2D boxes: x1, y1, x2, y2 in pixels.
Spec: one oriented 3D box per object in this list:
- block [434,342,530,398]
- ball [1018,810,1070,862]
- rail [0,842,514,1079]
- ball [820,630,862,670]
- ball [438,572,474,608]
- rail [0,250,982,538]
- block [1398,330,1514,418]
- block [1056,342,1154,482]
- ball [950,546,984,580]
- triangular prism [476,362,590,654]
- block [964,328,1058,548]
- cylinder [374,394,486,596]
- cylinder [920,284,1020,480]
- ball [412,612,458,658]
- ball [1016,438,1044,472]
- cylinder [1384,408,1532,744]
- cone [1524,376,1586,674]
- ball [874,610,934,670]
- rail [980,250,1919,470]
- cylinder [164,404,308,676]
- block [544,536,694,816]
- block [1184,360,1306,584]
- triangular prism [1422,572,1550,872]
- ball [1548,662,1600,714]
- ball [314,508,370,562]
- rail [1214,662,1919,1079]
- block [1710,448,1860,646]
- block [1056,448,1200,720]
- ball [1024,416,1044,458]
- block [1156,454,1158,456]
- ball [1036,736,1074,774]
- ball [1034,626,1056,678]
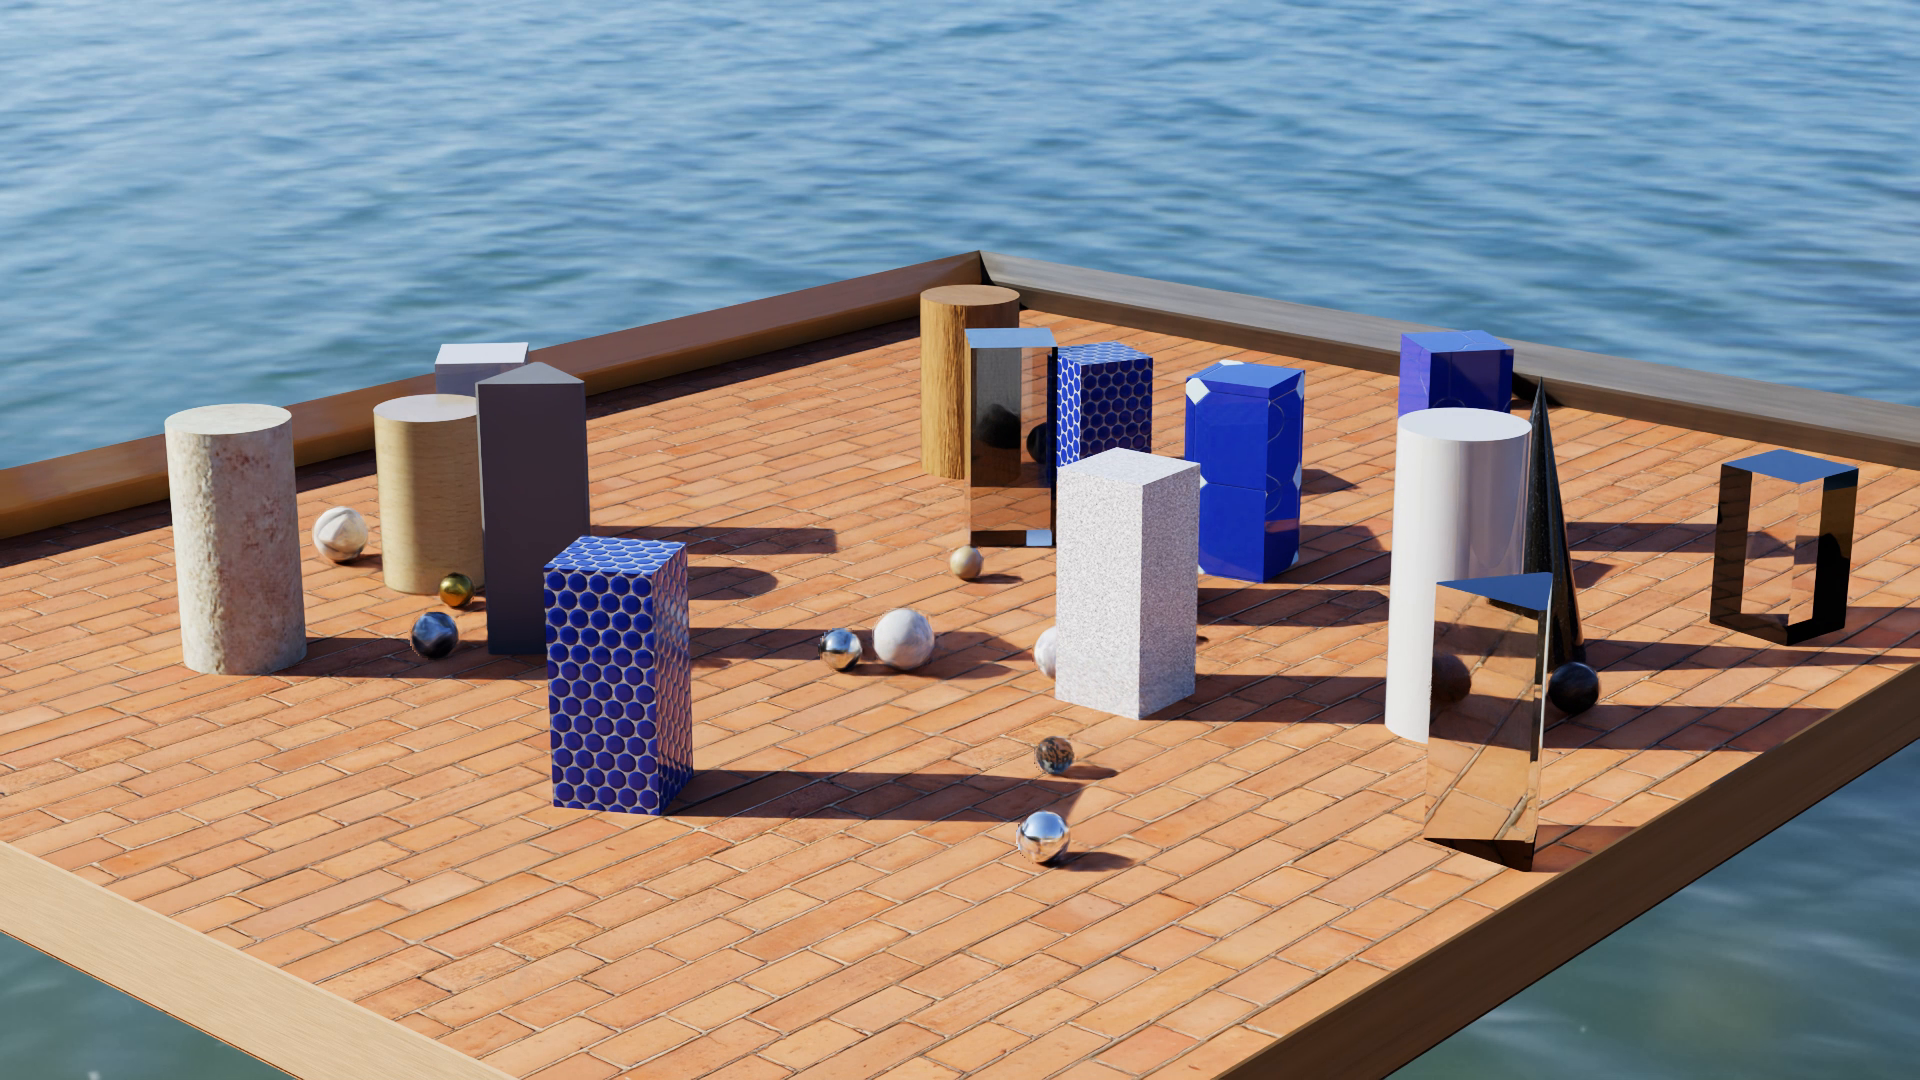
[{"bbox_3d":[-0.875,-0.173,5.418,0.159,0.353,0.159,-1,17,-5],"label":"block"},{"bbox_3d":[0.115,0.404,3.990,0.071,0.071,0.071,0,17,0],"label":"ball"},{"bbox_3d":[-1.219,0.437,3.776,3.139,0.129,0.045,14,22,39],"label":"rail"},{"bbox_3d":[-0.192,0.178,4.748,0.066,0.066,0.066,0,17,0],"label":"ball"},{"bbox_3d":[-0.870,0.086,5.063,0.060,0.060,0.060,0,17,0],"label":"ball"},{"bbox_3d":[-1.167,-0.260,6.090,0.045,0.129,3.766,14,22,39],"label":"rail"},{"bbox_3d":[0.912,-0.188,5.435,0.159,0.370,0.159,-3,17,-11],"label":"block"},{"bbox_3d":[0.273,-0.244,5.812,0.159,0.260,0.159,-8,18,-24],"label":"block"},{"bbox_3d":[0.012,0.041,5.216,0.059,0.059,0.059,0,17,0],"label":"ball"},{"bbox_3d":[-0.693,-0.054,4.838,0.172,0.458,0.149,-1,17,-2],"label":"triangular prism"},{"bbox_3d":[0.093,-0.191,5.437,0.159,0.376,0.159,-1,17,-4],"label":"block"},{"bbox_3d":[-0.926,-0.081,5.177,0.198,0.314,0.198,0,17,0],"label":"cylinder"},{"bbox_3d":[0.020,-0.319,5.897,0.198,0.355,0.198,0,17,0],"label":"cylinder"},{"bbox_3d":[-0.861,0.155,4.807,0.076,0.076,0.076,0,17,0],"label":"ball"},{"bbox_3d":[0.149,-0.172,5.904,0.069,0.069,0.069,0,17,0],"label":"ball"},{"bbox_3d":[0.753,0.055,4.445,0.198,0.476,0.198,0,17,0],"label":"cylinder"},{"bbox_3d":[0.931,-0.039,4.763,0.198,0.473,0.198,0,17,0],"label":"cone"},{"bbox_3d":[-0.091,0.161,4.746,0.099,0.099,0.099,0,17,0],"label":"ball"},{"bbox_3d":[1.219,-0.373,6.464,3.139,0.129,0.045,14,22,39],"label":"rail"},{"bbox_3d":[-1.175,-0.003,4.766,0.198,0.402,0.198,0,17,0],"label":"cylinder"},{"bbox_3d":[-0.486,0.192,4.194,0.159,0.358,0.159,4,17,12],"label":"block"},{"bbox_3d":[0.507,-0.124,5.249,0.159,0.356,0.159,9,19,28],"label":"block"},{"bbox_3d":[0.757,0.238,4.018,0.172,0.372,0.149,16,23,42],"label":"triangular prism"},{"bbox_3d":[0.954,0.230,4.553,0.079,0.079,0.079,0,17,0],"label":"ball"},{"bbox_3d":[-1.122,-0.010,5.316,0.099,0.099,0.099,0,17,0],"label":"ball"},{"bbox_3d":[1.167,0.325,4.149,0.045,0.129,3.766,14,22,39],"label":"rail"},{"bbox_3d":[1.385,0.011,4.932,0.159,0.280,0.159,-13,21,-36],"label":"block"},{"bbox_3d":[0.261,0.066,4.581,0.159,0.377,0.159,13,21,36],"label":"block"},{"bbox_3d":[0.176,-0.211,5.998,0.089,0.089,0.089,0,17,0],"label":"ball"},{"bbox_3d":[0.298,-0.003,5.044,0.159,0.242,0.159,-6,18,-20],"label":"block"},{"bbox_3d":[0.139,0.315,4.310,0.056,0.056,0.056,0,17,0],"label":"ball"},{"bbox_3d":[0.163,0.180,4.703,0.088,0.088,0.088,0,17,0],"label":"ball"}]
